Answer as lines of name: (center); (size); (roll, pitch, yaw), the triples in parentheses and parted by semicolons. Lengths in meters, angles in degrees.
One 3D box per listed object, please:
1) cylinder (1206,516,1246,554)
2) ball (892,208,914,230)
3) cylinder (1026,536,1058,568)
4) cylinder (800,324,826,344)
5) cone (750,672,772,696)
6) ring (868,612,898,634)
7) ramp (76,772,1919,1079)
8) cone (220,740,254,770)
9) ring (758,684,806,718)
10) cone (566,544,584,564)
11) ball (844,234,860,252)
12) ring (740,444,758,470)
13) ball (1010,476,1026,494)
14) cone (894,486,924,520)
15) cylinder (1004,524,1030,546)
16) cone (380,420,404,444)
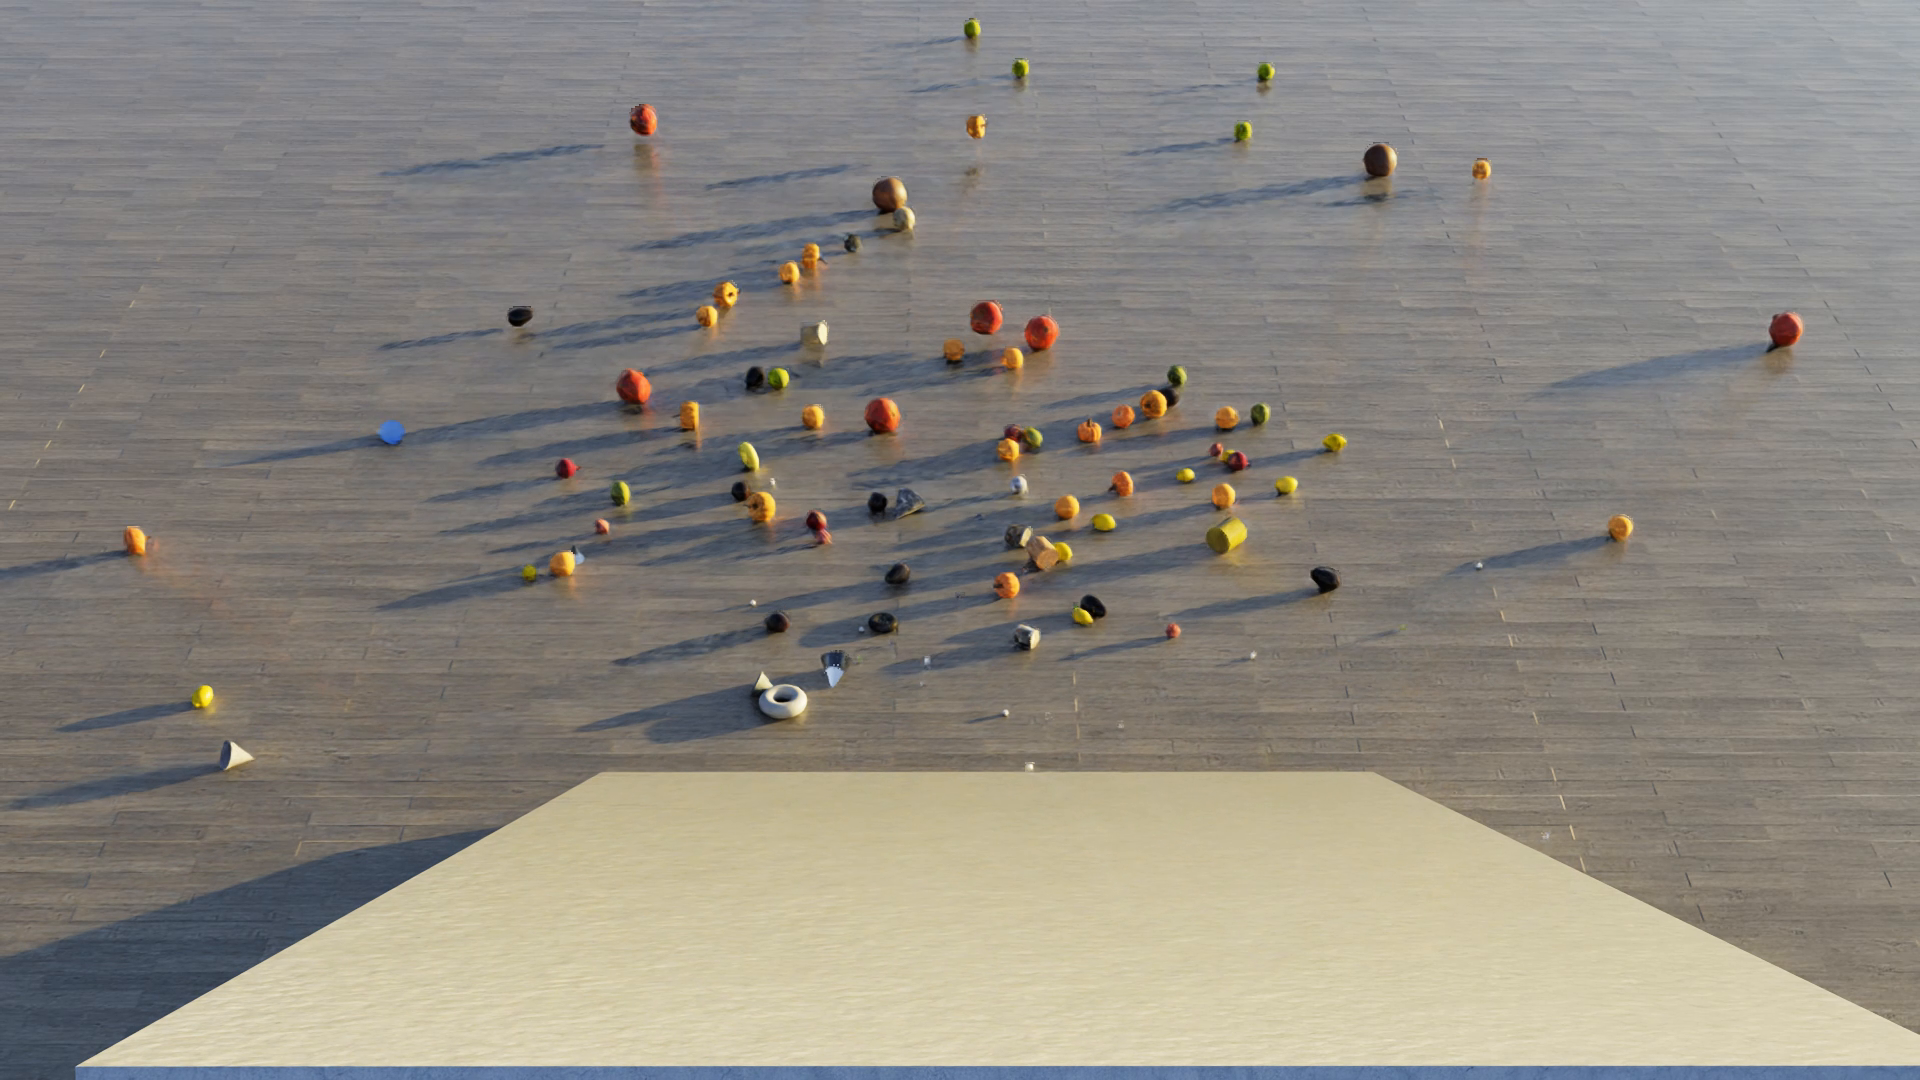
cylinder: (0.801, -0.014, 7.782); (0.085, 0.085, 0.085); (25, 40, 34)
ball: (-0.211, -1.201, 9.684); (0.085, 0.085, 0.085); (0, 32, 0)
cylinder: (0.246, 0.037, 7.713); (0.071, 0.071, 0.071); (-14, 41, -21)
cylinder: (-0.503, -0.707, 8.893); (0.072, 0.072, 0.072); (-1, 30, 19)
cone: (-0.530, 0.412, 7.150); (0.074, 0.074, 0.074); (27, 32, -8)
ring: (-0.220, 0.238, 7.433); (0.086, 0.029, 0.086); (1, 31, -1)
ramp: (0.071, 0.626, 4.718); (2.000, 0.100, 4.000); (0, -1, 0)
cone: (-1.912, 0.576, 6.884); (0.082, 0.082, 0.082); (12, 22, -36)
ring: (-0.485, 0.442, 7.091); (0.132, 0.044, 0.132); (-1, 31, 1)
cone: (-1.150, 0.034, 7.732); (0.057, 0.057, 0.057); (0, 32, 0)
ball: (-0.396, -1.092, 9.531); (0.062, 0.062, 0.062); (0, 32, 0)
ring: (-0.666, -0.264, 8.180); (0.030, 0.091, 0.091); (-28, 40, -20)
ball: (0.183, -0.171, 8.066); (0.052, 0.052, 0.052); (0, 32, 0)
cone: (-0.176, -0.095, 7.952); (0.097, 0.097, 0.097); (23, 66, 32)
cylinder: (0.174, -0.014, 7.809); (0.057, 0.057, 0.057); (17, 36, 25)
cone: (-1.837, -0.350, 8.368); (0.078, 0.078, 0.078); (-10, 7, -15)
